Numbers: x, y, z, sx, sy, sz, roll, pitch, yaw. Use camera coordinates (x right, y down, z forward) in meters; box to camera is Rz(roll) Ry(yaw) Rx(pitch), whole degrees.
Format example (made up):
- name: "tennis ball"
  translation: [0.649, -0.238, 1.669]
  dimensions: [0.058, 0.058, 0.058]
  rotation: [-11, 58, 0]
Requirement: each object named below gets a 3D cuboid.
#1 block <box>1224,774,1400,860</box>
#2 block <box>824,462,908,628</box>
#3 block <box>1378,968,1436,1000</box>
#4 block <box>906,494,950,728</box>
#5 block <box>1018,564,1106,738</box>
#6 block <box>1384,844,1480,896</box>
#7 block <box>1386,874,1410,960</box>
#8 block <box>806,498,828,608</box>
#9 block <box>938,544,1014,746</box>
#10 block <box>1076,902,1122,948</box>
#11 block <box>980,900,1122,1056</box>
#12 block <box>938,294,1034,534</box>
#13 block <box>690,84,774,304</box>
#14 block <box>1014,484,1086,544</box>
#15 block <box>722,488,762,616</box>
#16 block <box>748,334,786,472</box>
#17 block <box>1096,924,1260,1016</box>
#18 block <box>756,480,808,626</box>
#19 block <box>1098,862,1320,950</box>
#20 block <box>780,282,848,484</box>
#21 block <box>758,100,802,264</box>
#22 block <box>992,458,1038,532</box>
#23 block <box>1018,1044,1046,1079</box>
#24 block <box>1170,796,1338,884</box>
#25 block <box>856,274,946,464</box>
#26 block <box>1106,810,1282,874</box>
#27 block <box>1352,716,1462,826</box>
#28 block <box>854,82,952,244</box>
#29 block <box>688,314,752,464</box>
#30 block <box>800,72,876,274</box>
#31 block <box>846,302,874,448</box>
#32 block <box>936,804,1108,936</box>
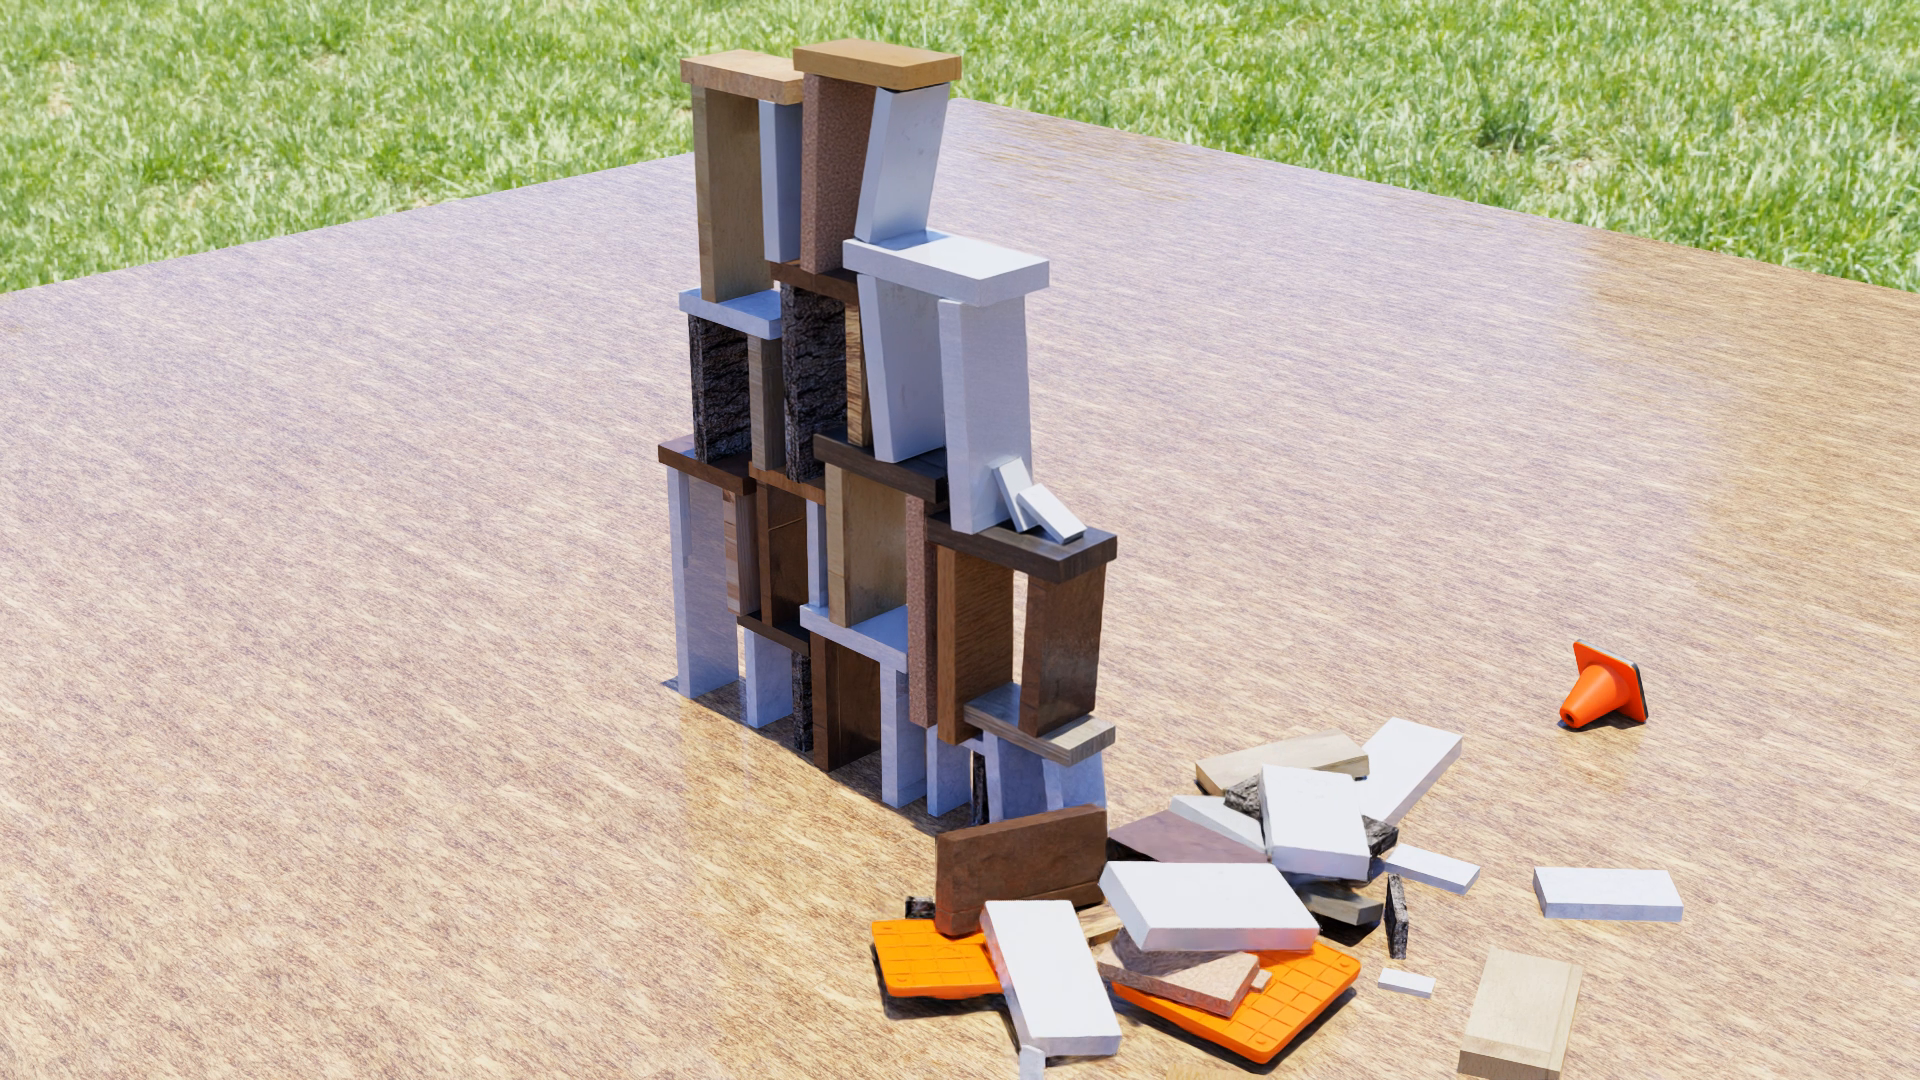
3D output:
- name: "block"
  translation: [0.684, 0.541, 4.291]
  dimensions: [0.317, 0.035, 0.125]
  rotation: [19, 21, 34]
- name: "block"
  translation: [-0.187, -0.011, 4.422]
  dimensions: [0.172, 0.345, 0.049]
  rotation: [-21, 31, -40]
- name: "block"
  translation: [0.791, 0.785, 3.894]
  dimensions: [0.094, 0.013, 0.047]
  rotation: [9, 25, 20]
- name: "block"
  translation: [-0.024, 0.117, 4.299]
  dimensions: [0.049, 0.484, 0.172]
  rotation: [21, 30, 41]
- name: "block"
  translation: [0.191, 0.193, 4.097]
  dimensions: [0.046, 0.328, 0.164]
  rotation: [25, 33, 39]
- name: "block"
  translation: [0.910, 0.634, 4.237]
  dimensions: [0.162, 0.023, 0.081]
  rotation: [14, 27, 30]
- name: "block"
  translation: [0.801, 0.689, 4.032]
  dimensions: [0.023, 0.081, 0.162]
  rotation: [2, 23, 5]
- name: "block"
  translation: [-0.258, 0.012, 4.510]
  dimensions: [0.117, 0.233, 0.033]
  rotation: [-21, 31, -41]
- name: "block"
  translation: [0.030, 0.180, 4.243]
  dimensions: [0.046, 0.412, 0.164]
  rotation: [21, 31, 40]
- name: "block"
  translation: [0.271, 0.707, 4.065]
  dimensions: [0.163, 0.023, 0.081]
  rotation: [-13, 26, -27]
- name: "block"
  translation: [0.153, 0.754, 3.805]
  dimensions: [0.162, 0.046, 0.325]
  rotation: [3, 34, -18]
- name: "block"
  translation: [0.051, -0.244, 4.035]
  dimensions: [0.051, 0.434, 0.180]
  rotation: [14, 26, 39]
- name: "block"
  translation: [-0.456, -0.707, 4.425]
  dimensions: [0.156, 0.437, 0.044]
  rotation: [-21, 31, -41]
- name: "block"
  translation: [0.166, -0.048, 4.025]
  dimensions: [0.063, 0.018, 0.127]
  rotation: [-23, 60, -43]
- name: "block"
  translation: [-0.433, 0.008, 4.696]
  dimensions: [0.040, 0.284, 0.142]
  rotation: [21, 31, 41]
- name: "block"
  translation: [-0.360, -0.296, 4.489]
  dimensions: [0.041, 0.286, 0.143]
  rotation: [21, 31, 41]
- name: "block"
  translation: [0.377, 0.738, 3.805]
  dimensions: [0.250, 0.035, 0.125]
  rotation: [12, 33, 27]
- name: "block"
  translation: [-0.368, 0.013, 4.630]
  dimensions: [0.033, 0.328, 0.117]
  rotation: [21, 31, 41]
- name: "block"
  translation: [0.437, 0.641, 3.852]
  dimensions: [0.354, 0.050, 0.177]
  rotation: [5, 29, -27]
- name: "block"
  translation: [-0.287, -0.328, 4.403]
  dimensions: [0.040, 0.412, 0.142]
  rotation: [21, 31, 41]
- name: "block"
  translation: [-0.311, -0.707, 4.266]
  dimensions: [0.044, 0.311, 0.156]
  rotation: [21, 31, 41]
- name: "block"
  translation: [0.110, -0.082, 4.055]
  dimensions: [0.063, 0.127, 0.018]
  rotation: [-23, 2, -43]
- name: "block"
  translation: [0.116, 0.873, 3.572]
  dimensions: [0.013, 0.094, 0.047]
  rotation: [1, 3, -37]
- name: "block"
  translation: [0.567, 0.576, 4.247]
  dimensions: [0.159, 0.045, 0.319]
  rotation: [6, 13, -39]
- name: "block"
  translation: [-0.095, -0.344, 4.175]
  dimensions: [0.180, 0.359, 0.051]
  rotation: [-21, 24, -40]
- name: "block"
  translation: [0.433, 0.600, 4.141]
  dimensions: [0.162, 0.046, 0.325]
  rotation: [-15, 20, -32]
- name: "block"
  translation: [0.846, 0.512, 4.496]
  dimensions: [0.159, 0.045, 0.567]
  rotation: [14, 27, 30]
- name: "block"
  translation: [-0.106, -0.698, 4.038]
  dimensions: [0.147, 0.294, 0.042]
  rotation: [-22, 45, -41]
- name: "block"
  translation: [-0.495, -0.333, 4.620]
  dimensions: [0.041, 0.322, 0.143]
  rotation: [21, 31, 41]
- name: "block"
  translation: [-0.230, -0.704, 4.169]
  dimensions: [0.147, 0.380, 0.042]
  rotation: [-21, 35, -40]
- name: "block"
  translation: [-0.153, -0.335, 4.254]
  dimensions: [0.142, 0.284, 0.040]
  rotation: [-21, 31, -40]
- name: "block"
  translation: [0.116, 0.603, 4.042]
  dimensions: [0.354, 0.177, 0.050]
  rotation: [-6, 12, -35]
